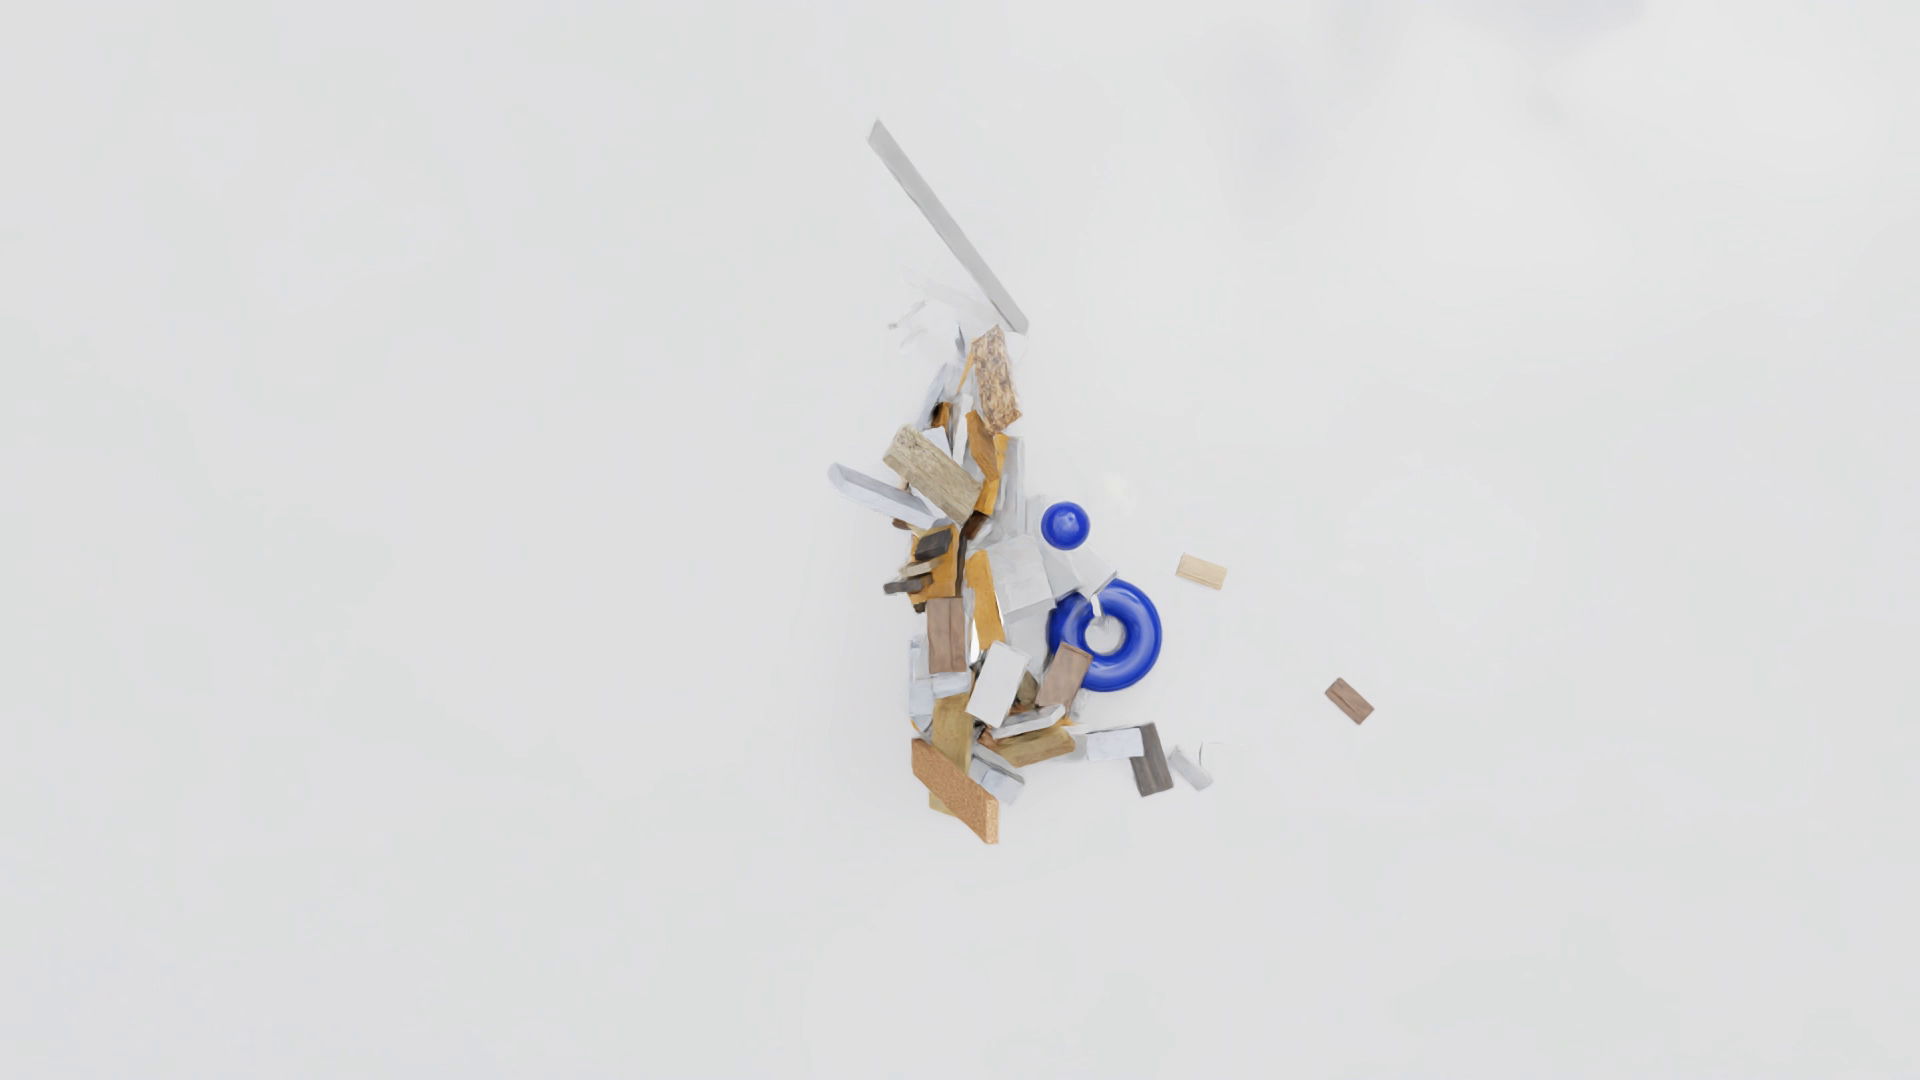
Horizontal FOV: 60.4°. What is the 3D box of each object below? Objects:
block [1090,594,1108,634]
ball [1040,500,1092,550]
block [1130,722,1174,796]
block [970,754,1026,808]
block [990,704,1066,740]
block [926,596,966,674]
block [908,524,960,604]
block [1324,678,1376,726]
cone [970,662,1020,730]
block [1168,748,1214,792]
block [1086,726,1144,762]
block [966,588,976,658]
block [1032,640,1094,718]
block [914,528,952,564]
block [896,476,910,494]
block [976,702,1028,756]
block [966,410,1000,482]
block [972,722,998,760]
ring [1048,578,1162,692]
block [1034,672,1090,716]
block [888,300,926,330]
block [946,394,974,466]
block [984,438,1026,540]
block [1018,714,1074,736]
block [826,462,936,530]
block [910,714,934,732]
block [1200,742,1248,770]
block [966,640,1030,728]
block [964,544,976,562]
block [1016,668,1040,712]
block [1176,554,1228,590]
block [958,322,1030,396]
[{"bbox_3d":[0.446,0.238,5.283,0.021,0.151,0.076,-13,64,8],"label":"block"},{"bbox_3d":[0.286,-0.038,4.449,0.136,0.136,0.136,0,90,0],"label":"ball"},{"bbox_3d":[0.624,0.729,5.480,0.112,0.032,0.225,-17,90,4],"label":"block"},{"bbox_3d":[0.109,0.800,5.472,0.193,0.027,0.096,28,109,0],"label":"block"},{"bbox_3d":[0.216,0.578,5.249,0.223,0.112,0.032,-17,99,29],"label":"block"},{"bbox_3d":[-0.042,0.283,4.907,0.110,0.031,0.221,-3,92,-7],"label":"block"},{"bbox_3d":[-0.081,0.074,5.120,0.140,0.280,0.040,-13,131,15],"label":"block"},{"bbox_3d":[1.296,0.536,5.489,0.155,0.022,0.077,43,90,0],"label":"block"},{"bbox_3d":[0.027,0.564,5.407,0.256,0.256,0.256,30,105,0],"label":"cone"},{"bbox_3d":[0.765,0.762,5.465,0.151,0.076,0.021,46,48,0],"label":"block"},{"bbox_3d":[0.512,0.676,5.463,0.185,0.026,0.093,-9,92,14],"label":"block"},{"bbox_3d":[-0.023,0.273,5.194,0.122,0.035,0.245,-4,71,21],"label":"block"},{"bbox_3d":[0.334,0.452,5.333,0.113,0.032,0.225,25,76,2],"label":"block"},{"bbox_3d":[-0.080,0.017,5.063,0.097,0.194,0.027,-18,103,10],"label":"block"},{"bbox_3d":[-0.171,-0.204,5.429,0.026,0.093,0.185,22,86,10],"label":"block"},{"bbox_3d":[0.146,0.609,5.462,0.096,0.027,0.193,33,79,-9],"label":"block"},{"bbox_3d":[0.065,-0.275,4.793,0.031,0.221,0.110,-26,124,14],"label":"block"},{"bbox_3d":[0.088,0.628,5.486,0.096,0.027,0.193,-17,90,0],"label":"block"},{"bbox_3d":[0.478,0.314,5.438,0.384,0.128,0.384,0,91,1],"label":"ring"},{"bbox_3d":[0.327,0.507,5.455,0.185,0.026,0.093,18,75,14],"label":"block"},{"bbox_3d":[-0.167,-0.706,5.180,0.125,0.063,0.018,-41,108,-21],"label":"block"},{"bbox_3d":[-0.021,-0.336,5.359,0.037,0.131,0.263,11,86,-23],"label":"block"},{"bbox_3d":[0.131,-0.170,5.419,0.167,0.047,0.335,2,94,33],"label":"block"},{"bbox_3d":[0.283,0.640,5.465,0.185,0.026,0.093,-35,103,-7],"label":"block"},{"bbox_3d":[-0.224,-0.125,4.686,0.298,0.149,0.042,23,105,-27],"label":"block"},{"bbox_3d":[-0.107,0.559,5.408,0.074,0.021,0.148,49,129,20],"label":"block"},{"bbox_3d":[0.878,0.718,5.489,0.151,0.021,0.076,6,90,0],"label":"block"},{"bbox_3d":[0.113,0.430,4.912,0.117,0.033,0.234,25,104,18],"label":"block"},{"bbox_3d":[-0.024,0.023,5.324,0.081,0.163,0.023,-36,130,-8],"label":"block"},{"bbox_3d":[0.215,0.483,5.405,0.032,0.113,0.225,-48,66,25],"label":"block"},{"bbox_3d":[0.805,0.106,5.489,0.155,0.022,0.077,19,90,0],"label":"block"},{"bbox_3d":[0.112,-0.565,5.431,0.136,0.039,0.273,25,85,2],"label":"block"}]
